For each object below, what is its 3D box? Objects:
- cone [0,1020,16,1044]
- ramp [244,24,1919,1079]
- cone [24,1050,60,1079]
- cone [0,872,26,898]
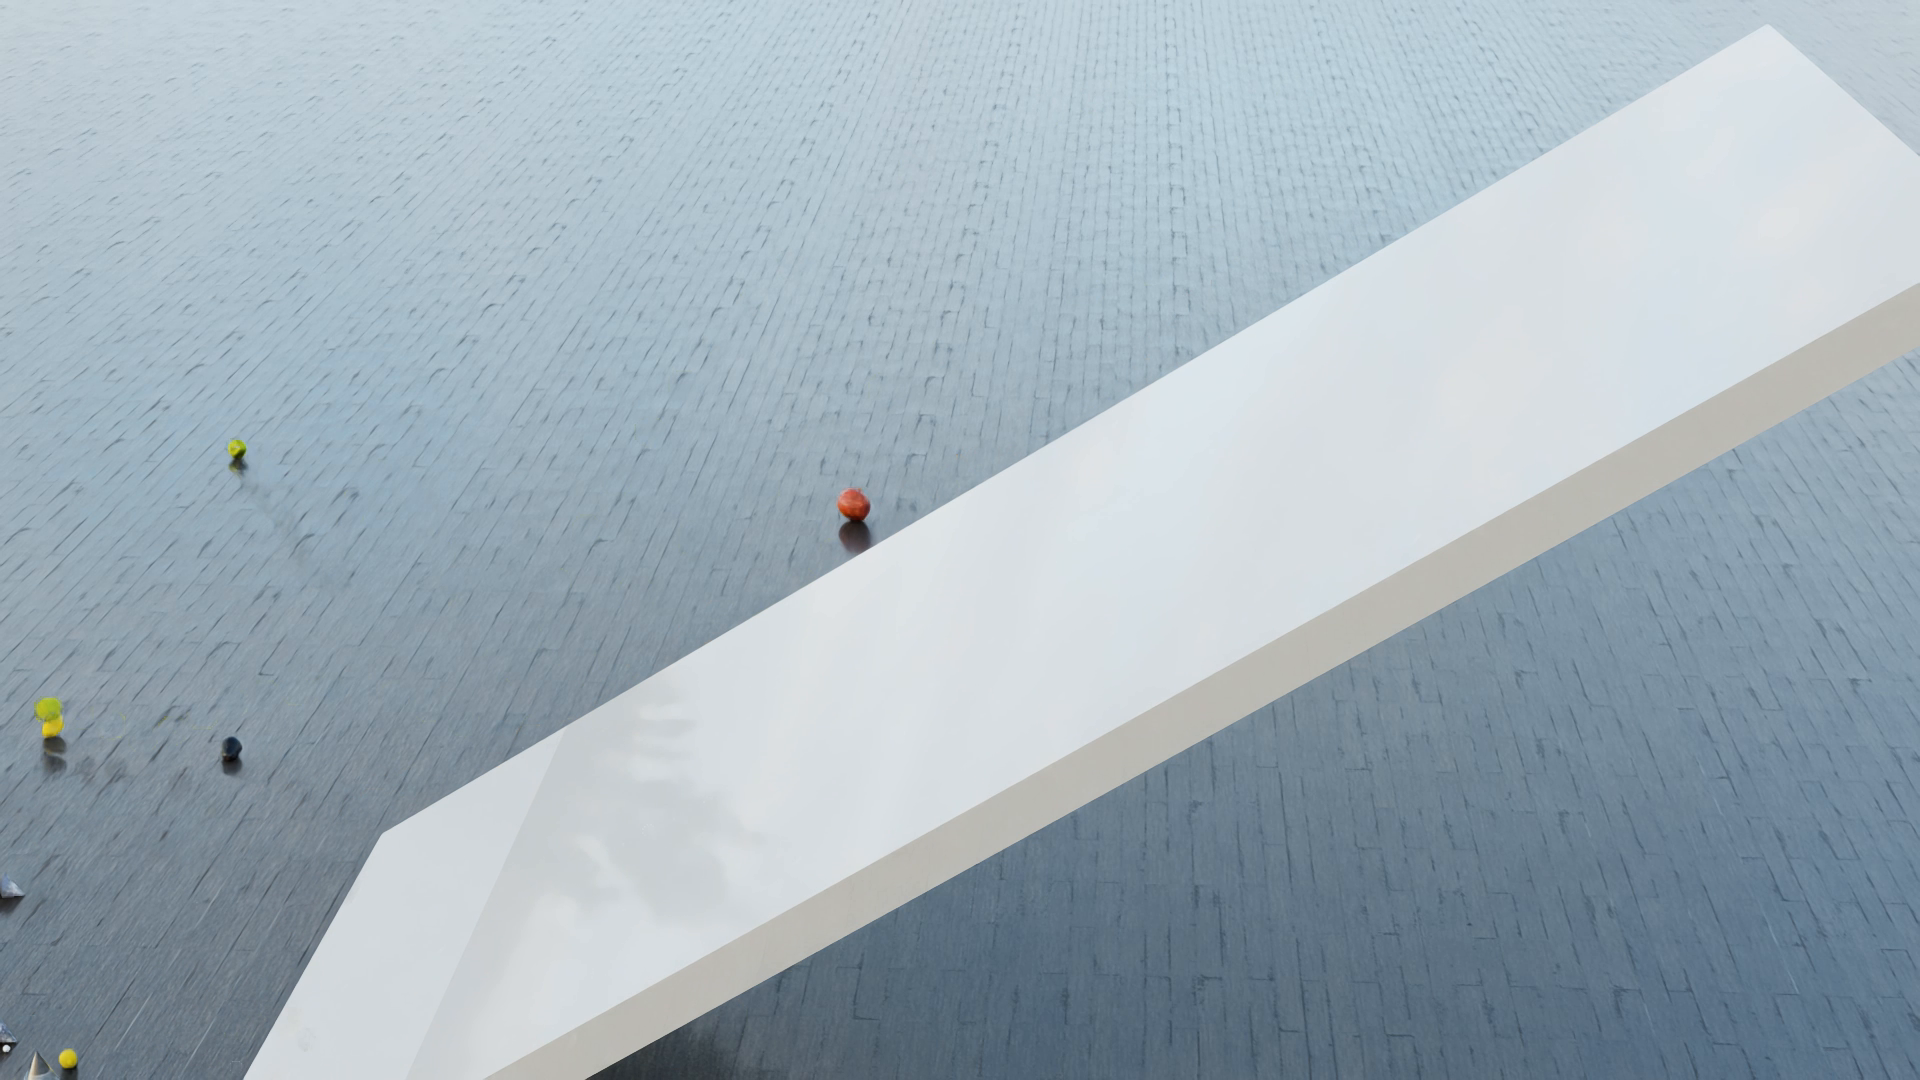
[{"bbox_3d":[-2.211,1.153,6.821,0.061,0.061,0.061,27,21,-2],"label":"cone"},{"bbox_3d":[0.140,0.170,6.292,4.000,0.100,2.000,-30,15,13],"label":"ramp"},{"bbox_3d":[-2.077,1.189,6.631,0.088,0.088,0.088,0,20,0],"label":"cone"},{"bbox_3d":[-2.424,0.896,7.524,0.071,0.071,0.071,24,16,-13],"label":"cone"}]
